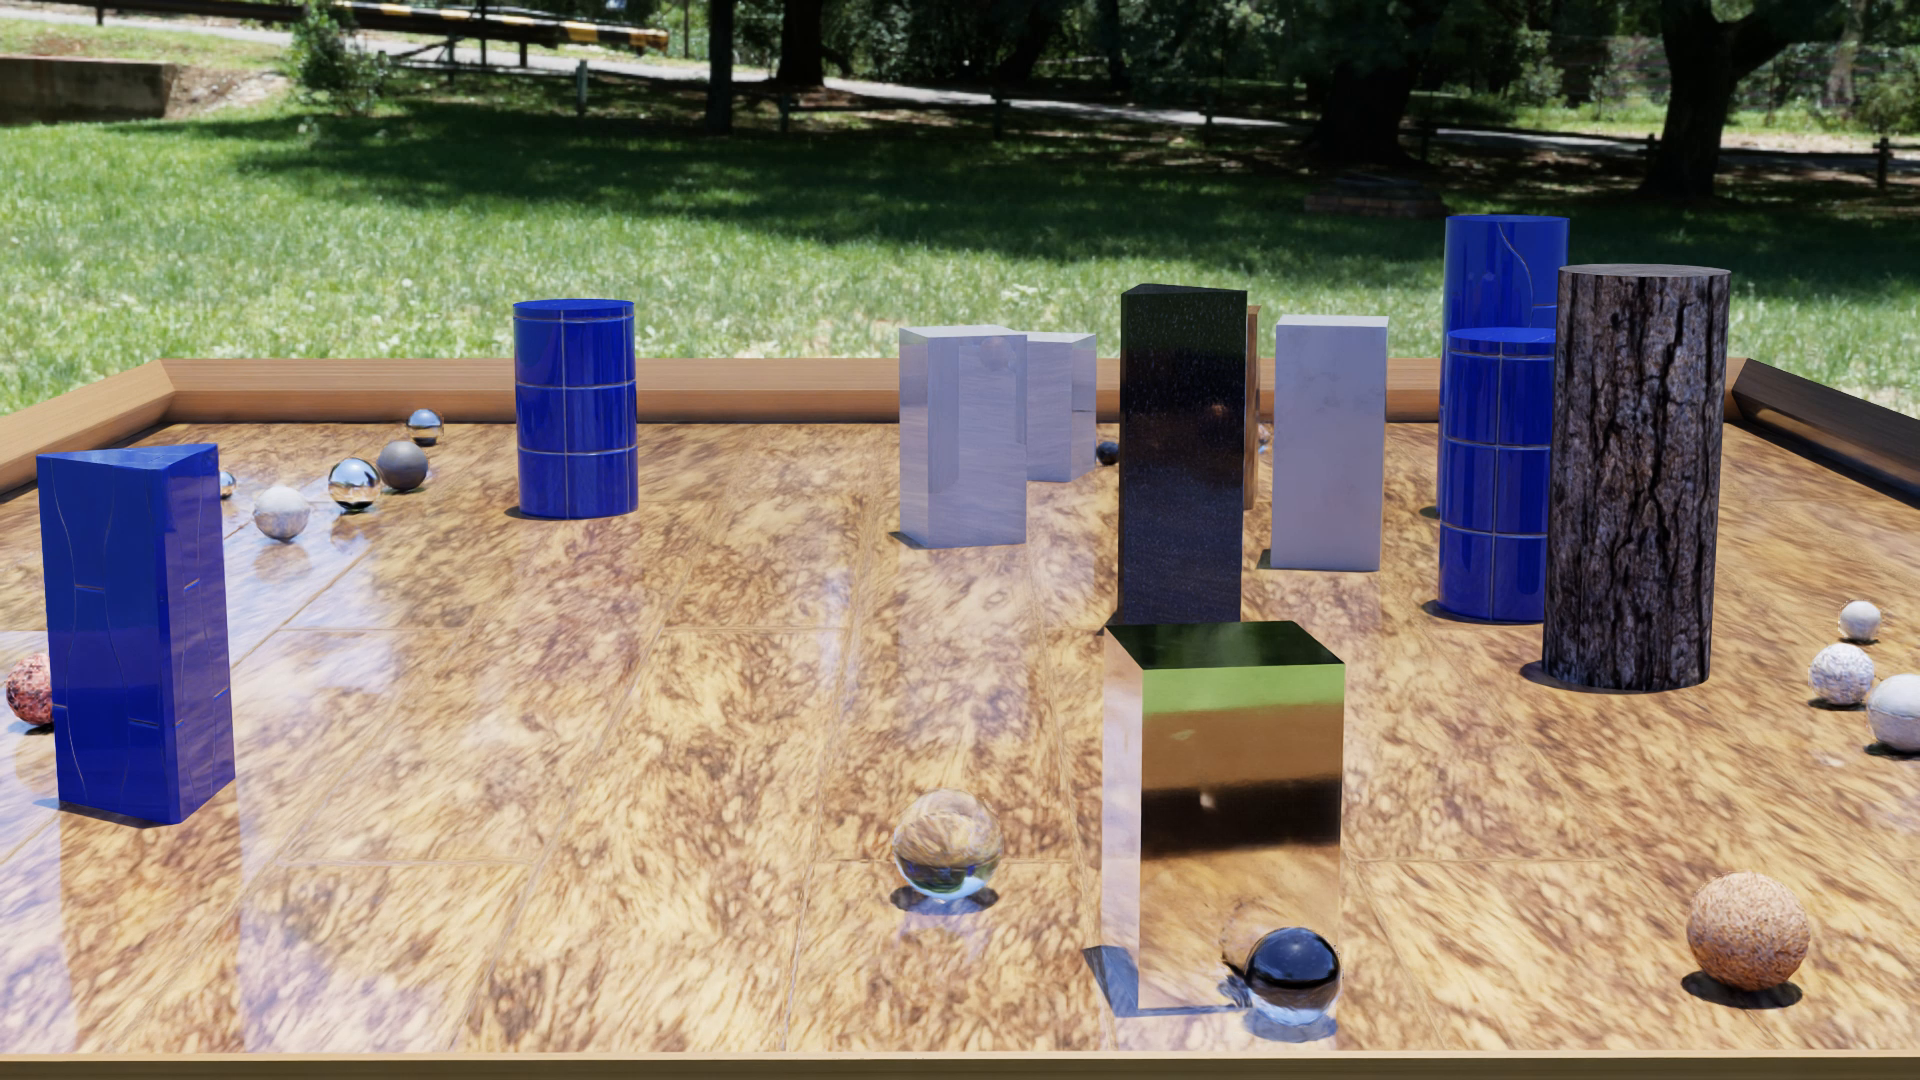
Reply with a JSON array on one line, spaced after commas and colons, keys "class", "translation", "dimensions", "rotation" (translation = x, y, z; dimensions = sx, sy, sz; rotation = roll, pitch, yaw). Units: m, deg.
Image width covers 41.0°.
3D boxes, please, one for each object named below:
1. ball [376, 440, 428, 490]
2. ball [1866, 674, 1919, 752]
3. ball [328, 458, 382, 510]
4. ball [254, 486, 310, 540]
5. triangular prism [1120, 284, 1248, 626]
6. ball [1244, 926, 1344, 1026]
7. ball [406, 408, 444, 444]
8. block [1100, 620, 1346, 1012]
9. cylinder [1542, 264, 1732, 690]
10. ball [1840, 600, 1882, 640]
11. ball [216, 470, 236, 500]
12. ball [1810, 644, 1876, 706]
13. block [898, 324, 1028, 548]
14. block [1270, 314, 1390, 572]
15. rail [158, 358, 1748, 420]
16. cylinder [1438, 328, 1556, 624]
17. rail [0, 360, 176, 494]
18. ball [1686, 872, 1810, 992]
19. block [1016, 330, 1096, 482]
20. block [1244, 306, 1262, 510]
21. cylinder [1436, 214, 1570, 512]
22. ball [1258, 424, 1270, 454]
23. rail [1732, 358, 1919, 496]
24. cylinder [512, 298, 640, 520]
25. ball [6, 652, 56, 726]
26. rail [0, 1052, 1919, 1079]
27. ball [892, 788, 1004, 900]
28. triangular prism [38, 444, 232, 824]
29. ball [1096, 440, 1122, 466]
[{"class": "ball", "translation": [-0.965, -0.129, 4.441], "dimensions": [0.088, 0.088, 0.088], "rotation": [0, 10, 0]}, {"class": "ball", "translation": [1.017, 0.186, 2.751], "dimensions": [0.085, 0.085, 0.085], "rotation": [0, 10, 0]}, {"class": "ball", "translation": [-1.002, -0.092, 4.247], "dimensions": [0.087, 0.087, 0.087], "rotation": [0, 10, 0]}, {"class": "ball", "translation": [-1.052, -0.042, 3.977], "dimensions": [0.085, 0.085, 0.085], "rotation": [0, 10, 0]}, {"class": "triangular prism", "translation": [0.268, -0.113, 3.390], "dimensions": [0.171, 0.440, 0.148], "rotation": [-3, 11, -16]}, {"class": "ball", "translation": [0.256, 0.335, 1.968], "dimensions": [0.076, 0.076, 0.076], "rotation": [0, 10, 0]}, {"class": "ball", "translation": [-1.040, -0.220, 4.983], "dimensions": [0.069, 0.069, 0.069], "rotation": [0, 10, 0]}, {"class": "block", "translation": [0.207, 0.217, 2.060], "dimensions": [0.158, 0.274, 0.158], "rotation": [-1, 11, -7]}, {"class": "cylinder", "translation": [0.809, -0.080, 3.079], "dimensions": [0.198, 0.487, 0.198], "rotation": [0, 10, 0]}, {"class": "ball", "translation": [1.154, 0.104, 3.286], "dimensions": [0.051, 0.051, 0.051], "rotation": [0, 10, 0]}, {"class": "ball", "translation": [-1.255, -0.094, 4.360], "dimensions": [0.049, 0.049, 0.049], "rotation": [0, 10, 0]}, {"class": "ball", "translation": [1.016, 0.155, 2.955], "dimensions": [0.072, 0.072, 0.072], "rotation": [0, 10, 0]}, {"class": "block", "translation": [0.004, -0.164, 3.982], "dimensions": [0.158, 0.323, 0.158], "rotation": [-3, 11, -17]}, {"class": "block", "translation": [0.549, -0.147, 3.800], "dimensions": [0.158, 0.357, 0.158], "rotation": [2, 11, 10]}, {"class": "rail", "translation": [-0.011, -0.308, 5.291], "dimensions": [3.288, 0.129, 0.045], "rotation": [0, 10, 0]}, {"class": "cylinder", "translation": [0.749, -0.091, 3.455], "dimensions": [0.198, 0.372, 0.198], "rotation": [0, 10, 0]}, {"class": "rail", "translation": [-1.620, 0.035, 3.440], "dimensions": [0.045, 0.129, 3.795], "rotation": [0, 10, 0]}, {"class": "ball", "translation": [0.628, 0.312, 2.044], "dimensions": [0.094, 0.094, 0.094], "rotation": [0, 10, 0]}, {"class": "block", "translation": [0.147, -0.243, 4.617], "dimensions": [0.158, 0.248, 0.158], "rotation": [4, 11, 19]}, {"class": "block", "translation": [0.421, -0.227, 4.319], "dimensions": [0.158, 0.325, 0.158], "rotation": [2, 11, 9]}, {"class": "cylinder", "translation": [0.886, -0.284, 4.198], "dimensions": [0.198, 0.482, 0.198], "rotation": [0, 10, 0]}, {"class": "ball", "translation": [0.557, -0.192, 4.861], "dimensions": [0.060, 0.060, 0.060], "rotation": [0, 10, 0]}, {"class": "rail", "translation": [1.620, 0.031, 3.458], "dimensions": [0.045, 0.129, 3.795], "rotation": [0, 10, 0]}, {"class": "cylinder", "translation": [-0.633, -0.219, 4.233], "dimensions": [0.198, 0.341, 0.198], "rotation": [0, 10, 0]}, {"class": "ball", "translation": [-1.020, 0.167, 2.860], "dimensions": [0.083, 0.083, 0.083], "rotation": [0, 10, 0]}, {"class": "rail", "translation": [0.011, 0.374, 1.606], "dimensions": [3.288, 0.129, 0.045], "rotation": [0, 10, 0]}, {"class": "ball", "translation": [-0.011, 0.269, 2.266], "dimensions": [0.098, 0.098, 0.098], "rotation": [0, 10, 0]}, {"class": "triangular prism", "translation": [-0.794, 0.085, 2.568], "dimensions": [0.171, 0.349, 0.148], "rotation": [7, 12, 32]}, {"class": "ball", "translation": [0.272, -0.159, 4.699], "dimensions": [0.046, 0.046, 0.046], "rotation": [0, 10, 0]}]
